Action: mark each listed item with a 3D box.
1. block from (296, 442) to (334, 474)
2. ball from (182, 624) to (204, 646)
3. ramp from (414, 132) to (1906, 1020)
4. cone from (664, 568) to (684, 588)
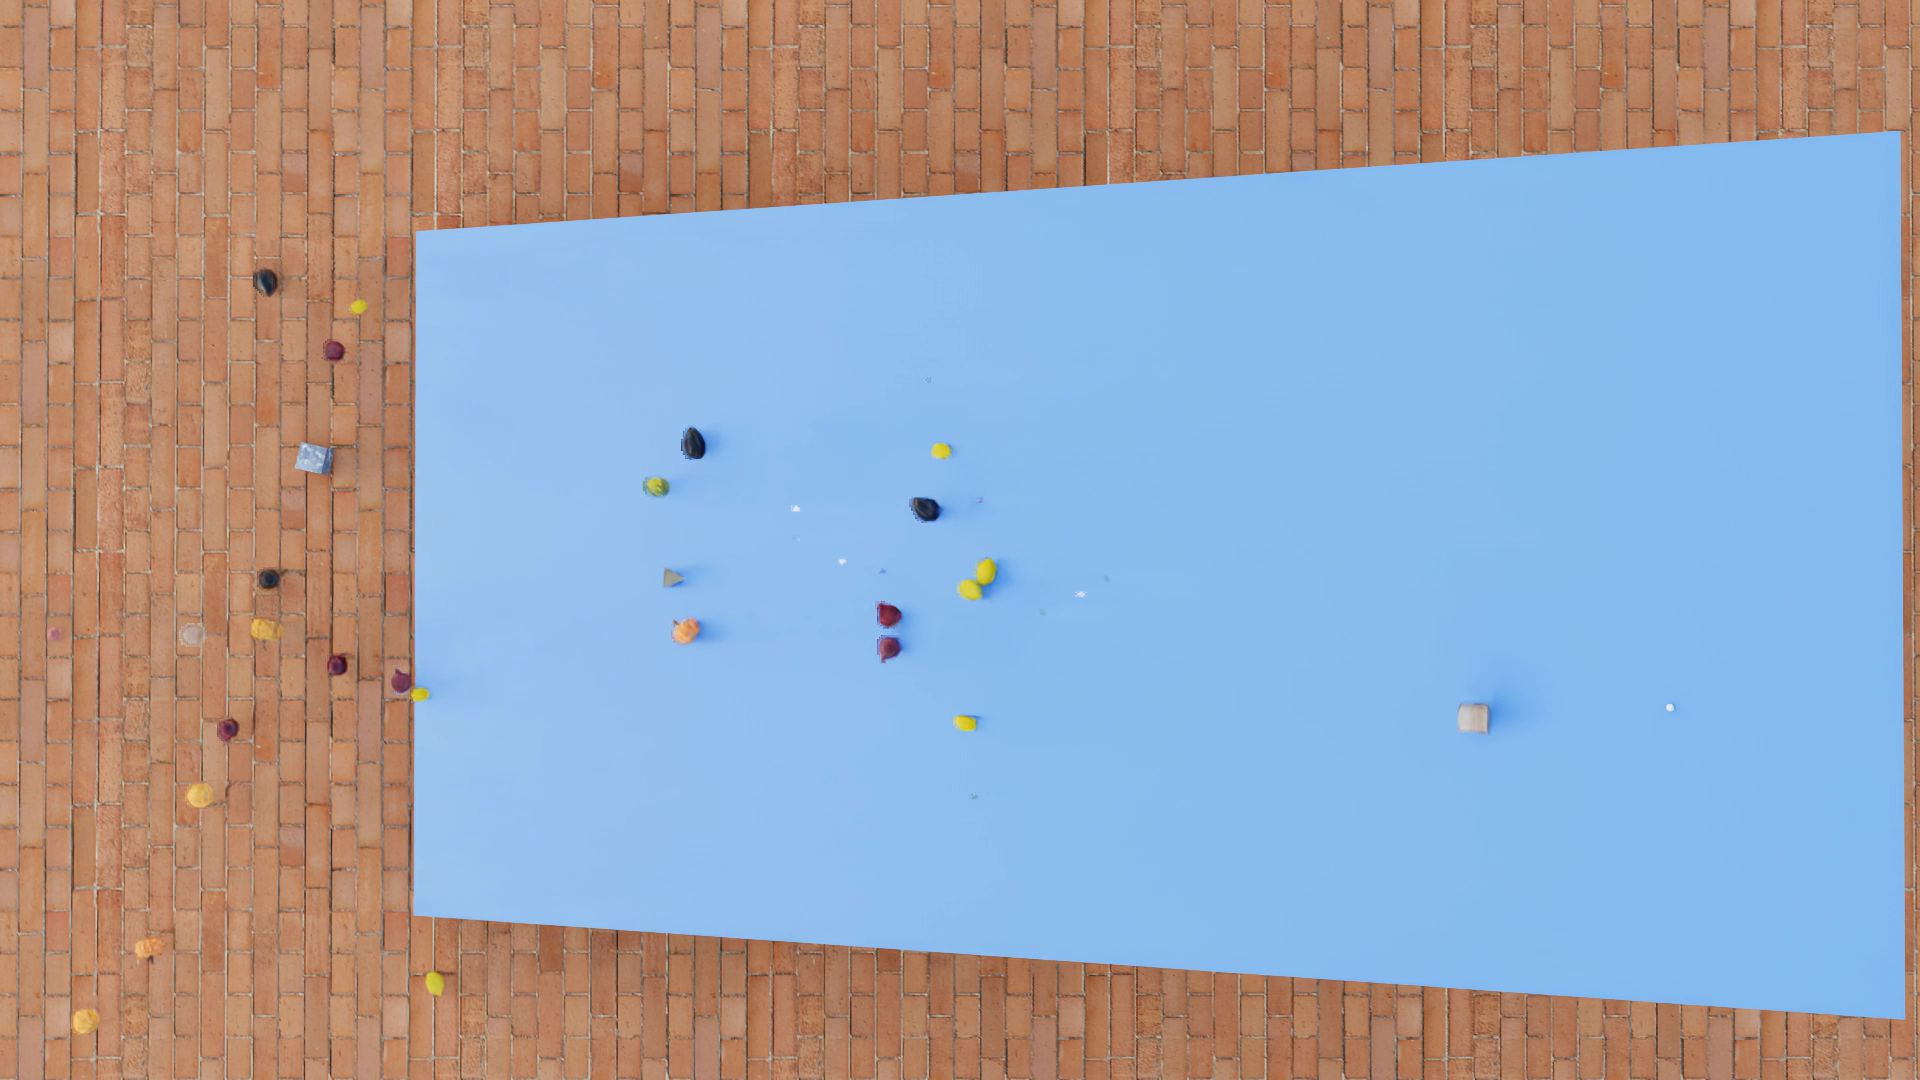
[{"bbox_3d":[-1.904,-0.240,6.489,0.078,0.078,0.078,13,89,0],"label":"block"},{"bbox_3d":[-2.263,0.281,6.489,0.065,0.065,0.065,0,89,0],"label":"ball"},{"bbox_3d":[0.283,0.087,5.737,4.000,0.100,2.000,0,89,22],"label":"ramp"},{"bbox_3d":[-0.790,0.106,6.095,0.060,0.060,0.060,2,89,-5],"label":"cone"}]
